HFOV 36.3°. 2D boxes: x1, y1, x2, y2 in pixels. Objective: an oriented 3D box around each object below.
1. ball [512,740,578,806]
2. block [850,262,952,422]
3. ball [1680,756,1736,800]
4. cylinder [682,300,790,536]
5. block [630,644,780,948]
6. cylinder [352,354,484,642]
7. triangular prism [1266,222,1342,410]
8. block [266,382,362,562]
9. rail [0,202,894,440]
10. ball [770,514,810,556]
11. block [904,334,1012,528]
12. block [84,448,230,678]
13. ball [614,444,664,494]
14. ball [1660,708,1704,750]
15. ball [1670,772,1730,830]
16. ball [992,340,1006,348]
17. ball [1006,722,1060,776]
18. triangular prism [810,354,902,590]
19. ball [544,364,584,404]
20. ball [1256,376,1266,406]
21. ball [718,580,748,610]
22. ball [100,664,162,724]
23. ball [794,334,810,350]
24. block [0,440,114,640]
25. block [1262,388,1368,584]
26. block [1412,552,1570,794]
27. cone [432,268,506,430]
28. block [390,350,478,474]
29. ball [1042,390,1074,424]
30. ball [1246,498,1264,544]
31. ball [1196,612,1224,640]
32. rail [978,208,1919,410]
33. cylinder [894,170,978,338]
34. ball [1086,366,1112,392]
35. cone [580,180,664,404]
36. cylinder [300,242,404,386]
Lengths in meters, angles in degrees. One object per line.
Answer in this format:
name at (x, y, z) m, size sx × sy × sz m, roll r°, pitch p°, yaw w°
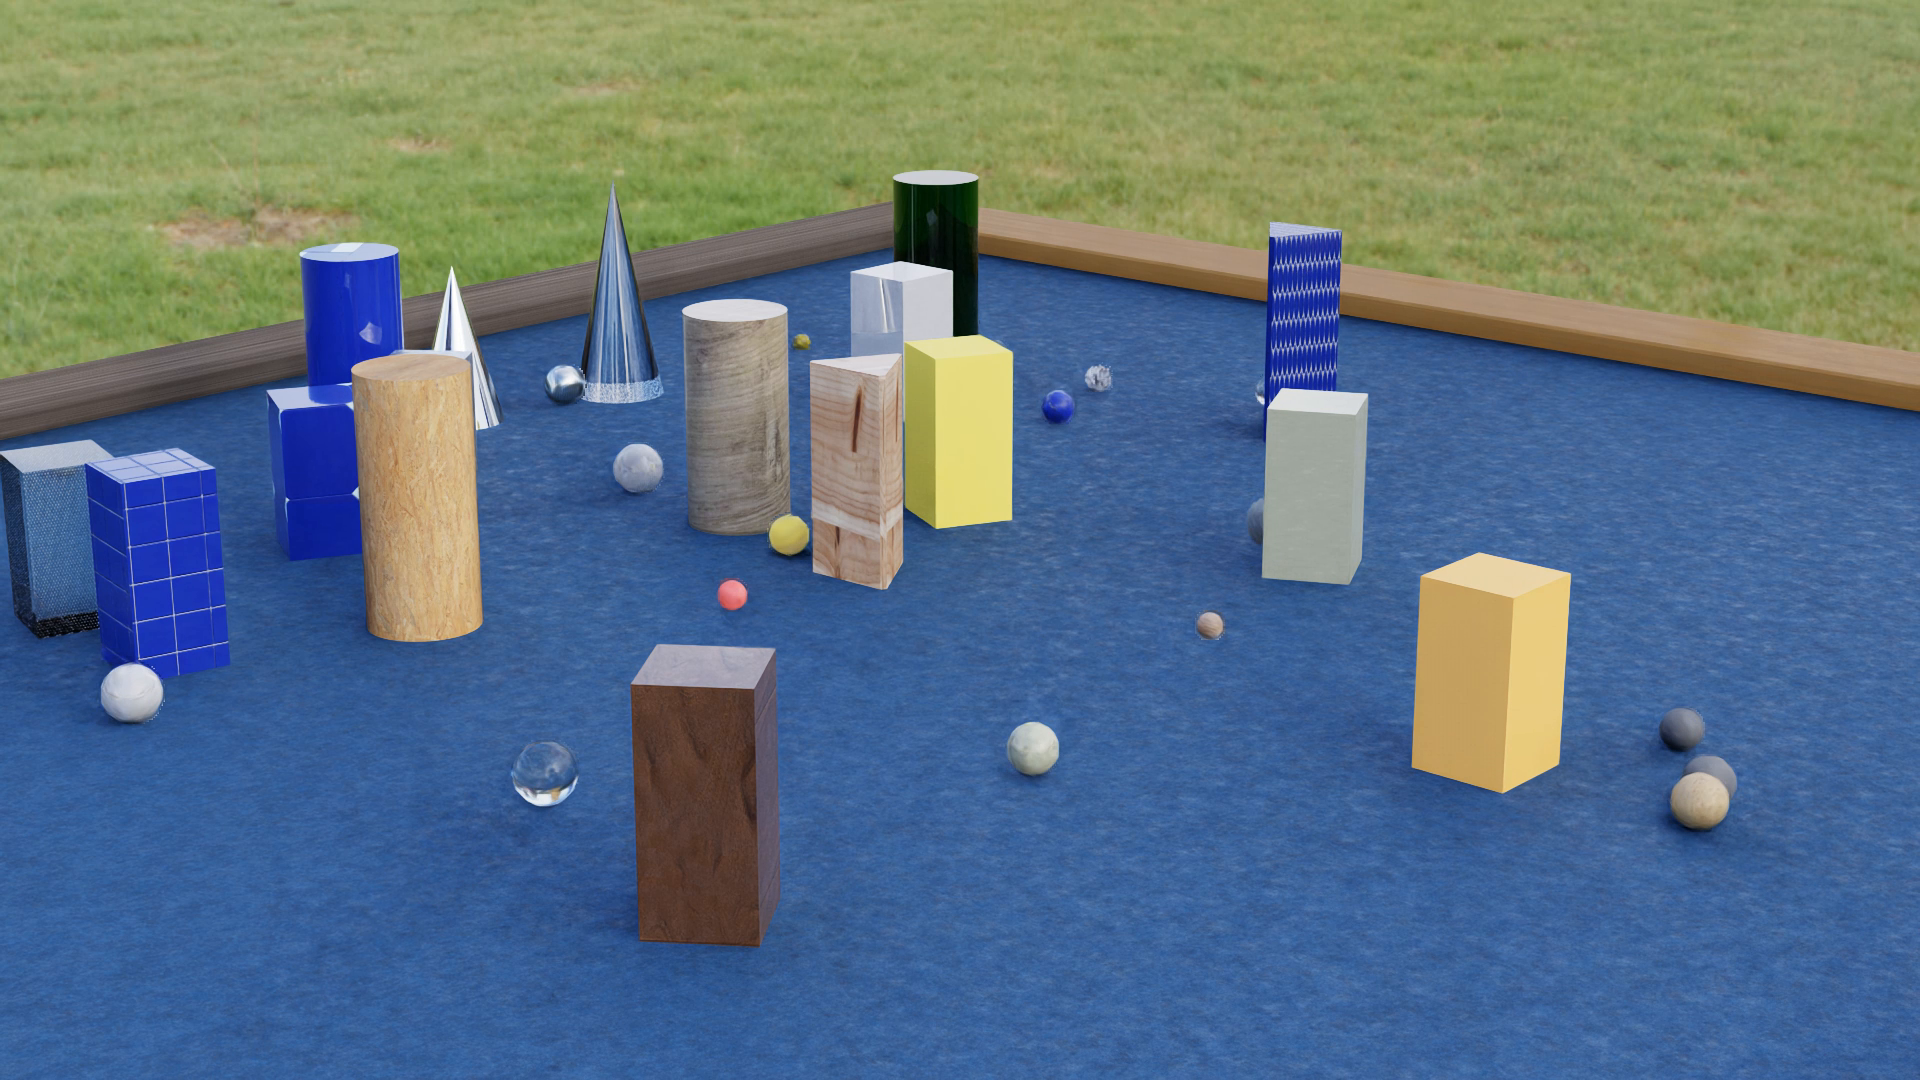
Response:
ball at (-0.592, 0.333, 4.182) m, size 0.094 × 0.094 × 0.094 m, roll 0°, pitch 17°, yaw 0°
block at (-0.125, -0.432, 6.350) m, size 0.156 × 0.305 × 0.156 m, roll 15°, pitch 22°, yaw 40°
ball at (1.064, 0.345, 4.167) m, size 0.079 × 0.079 × 0.079 m, roll 0°, pitch 17°, yaw 0°
cylinder at (-0.418, -0.232, 5.510) m, size 0.195 × 0.408 × 0.195 m, roll 0°, pitch 17°, yaw 0°
block at (-0.323, 0.326, 3.762) m, size 0.156 × 0.349 × 0.156 m, roll 2°, pitch 17°, yaw 6°
cylinder at (-0.908, -0.072, 4.914) m, size 0.195 × 0.447 × 0.195 m, roll 0°, pitch 17°, yaw 0°
triangular prism at (0.684, -0.441, 6.158) m, size 0.169 × 0.435 × 0.146 m, roll -7°, pitch 18°, yaw -23°
block at (-1.171, -0.126, 5.377) m, size 0.156 × 0.283 × 0.156 m, roll -6°, pitch 18°, yaw -20°
rail at (-1.648, -0.382, 6.490) m, size 0.045 × 0.127 × 4.688 m, roll 14°, pitch 22°, yaw 39°
ball at (-0.311, -0.009, 5.349) m, size 0.074 × 0.074 × 0.074 m, roll 0°, pitch 17°, yaw 0°
block at (-0.003, -0.207, 5.568) m, size 0.156 × 0.327 × 0.156 m, roll -7°, pitch 18°, yaw -22°
block at (-1.297, 0.039, 4.743) m, size 0.156 × 0.332 × 0.156 m, roll -12°, pitch 21°, yaw -34°
ball at (-0.630, -0.140, 5.744) m, size 0.097 × 0.097 × 0.097 m, roll 0°, pitch 17°, yaw 0°
ball at (1.081, 0.284, 4.397) m, size 0.064 × 0.064 × 0.064 m, roll 0°, pitch 17°, yaw 0°
ball at (1.033, 0.365, 4.096) m, size 0.081 × 0.081 × 0.081 m, roll 0°, pitch 17°, yaw 0°
ball at (0.081, -0.432, 6.774) m, size 0.061 × 0.061 × 0.061 m, roll 0°, pitch 17°, yaw 0°
ball at (0.107, 0.306, 4.299) m, size 0.078 × 0.078 × 0.078 m, roll 0°, pitch 17°, yaw 0°
triangular prism at (-0.153, -0.130, 5.209) m, size 0.169 × 0.386 × 0.146 m, roll 13°, pitch 21°, yaw 38°
ball at (-0.867, -0.341, 6.429) m, size 0.086 × 0.086 × 0.086 m, roll 0°, pitch 17°, yaw 0°
ball at (0.681, -0.325, 6.400) m, size 0.073 × 0.073 × 0.073 m, roll 0°, pitch 17°, yaw 0°
ball at (-0.392, 0.095, 5.043) m, size 0.052 × 0.052 × 0.052 m, roll 0°, pitch 17°, yaw 0°
ball at (-1.273, 0.236, 4.507) m, size 0.093 × 0.093 × 0.093 m, roll 0°, pitch 17°, yaw 0°
ball at (-0.374, -0.467, 6.926) m, size 0.041 × 0.041 × 0.041 m, roll 0°, pitch 17°, yaw 0°
block at (-1.514, -0.003, 4.960) m, size 0.156 × 0.288 × 0.156 m, roll -10°, pitch 19°, yaw -30°
block at (0.634, -0.097, 5.232) m, size 0.156 × 0.310 × 0.156 m, roll 5°, pitch 17°, yaw 15°
block at (0.778, 0.192, 4.297) m, size 0.156 × 0.297 × 0.156 m, roll 15°, pitch 22°, yaw 40°
cone at (-1.076, -0.419, 6.255) m, size 0.195 × 0.337 × 0.195 m, roll 0°, pitch 17°, yaw 0°
block at (-1.053, -0.236, 5.800) m, size 0.156 × 0.249 × 0.156 m, roll 1°, pitch 17°, yaw 4°
ball at (0.210, -0.284, 6.268) m, size 0.071 × 0.071 × 0.071 m, roll 0°, pitch 17°, yaw 0°
ball at (0.573, -0.034, 5.402) m, size 0.092 × 0.092 × 0.092 m, roll 0°, pitch 17°, yaw 0°
ball at (0.417, 0.143, 4.894) m, size 0.045 × 0.045 × 0.045 m, roll 0°, pitch 17°, yaw 0°
rail at (1.521, -0.474, 6.798) m, size 4.413 × 0.127 × 0.045 m, roll 14°, pitch 22°, yaw 39°
cylinder at (-0.055, -0.614, 6.724) m, size 0.195 × 0.438 × 0.195 m, roll 0°, pitch 17°, yaw 0°
ball at (0.309, -0.360, 6.539) m, size 0.060 × 0.060 × 0.060 m, roll 0°, pitch 17°, yaw 0°
cone at (-0.758, -0.559, 6.468) m, size 0.195 × 0.482 × 0.195 m, roll 0°, pitch 17°, yaw 0°
cylinder at (-1.223, -0.371, 5.935) m, size 0.195 × 0.430 × 0.195 m, roll 0°, pitch 17°, yaw 0°
